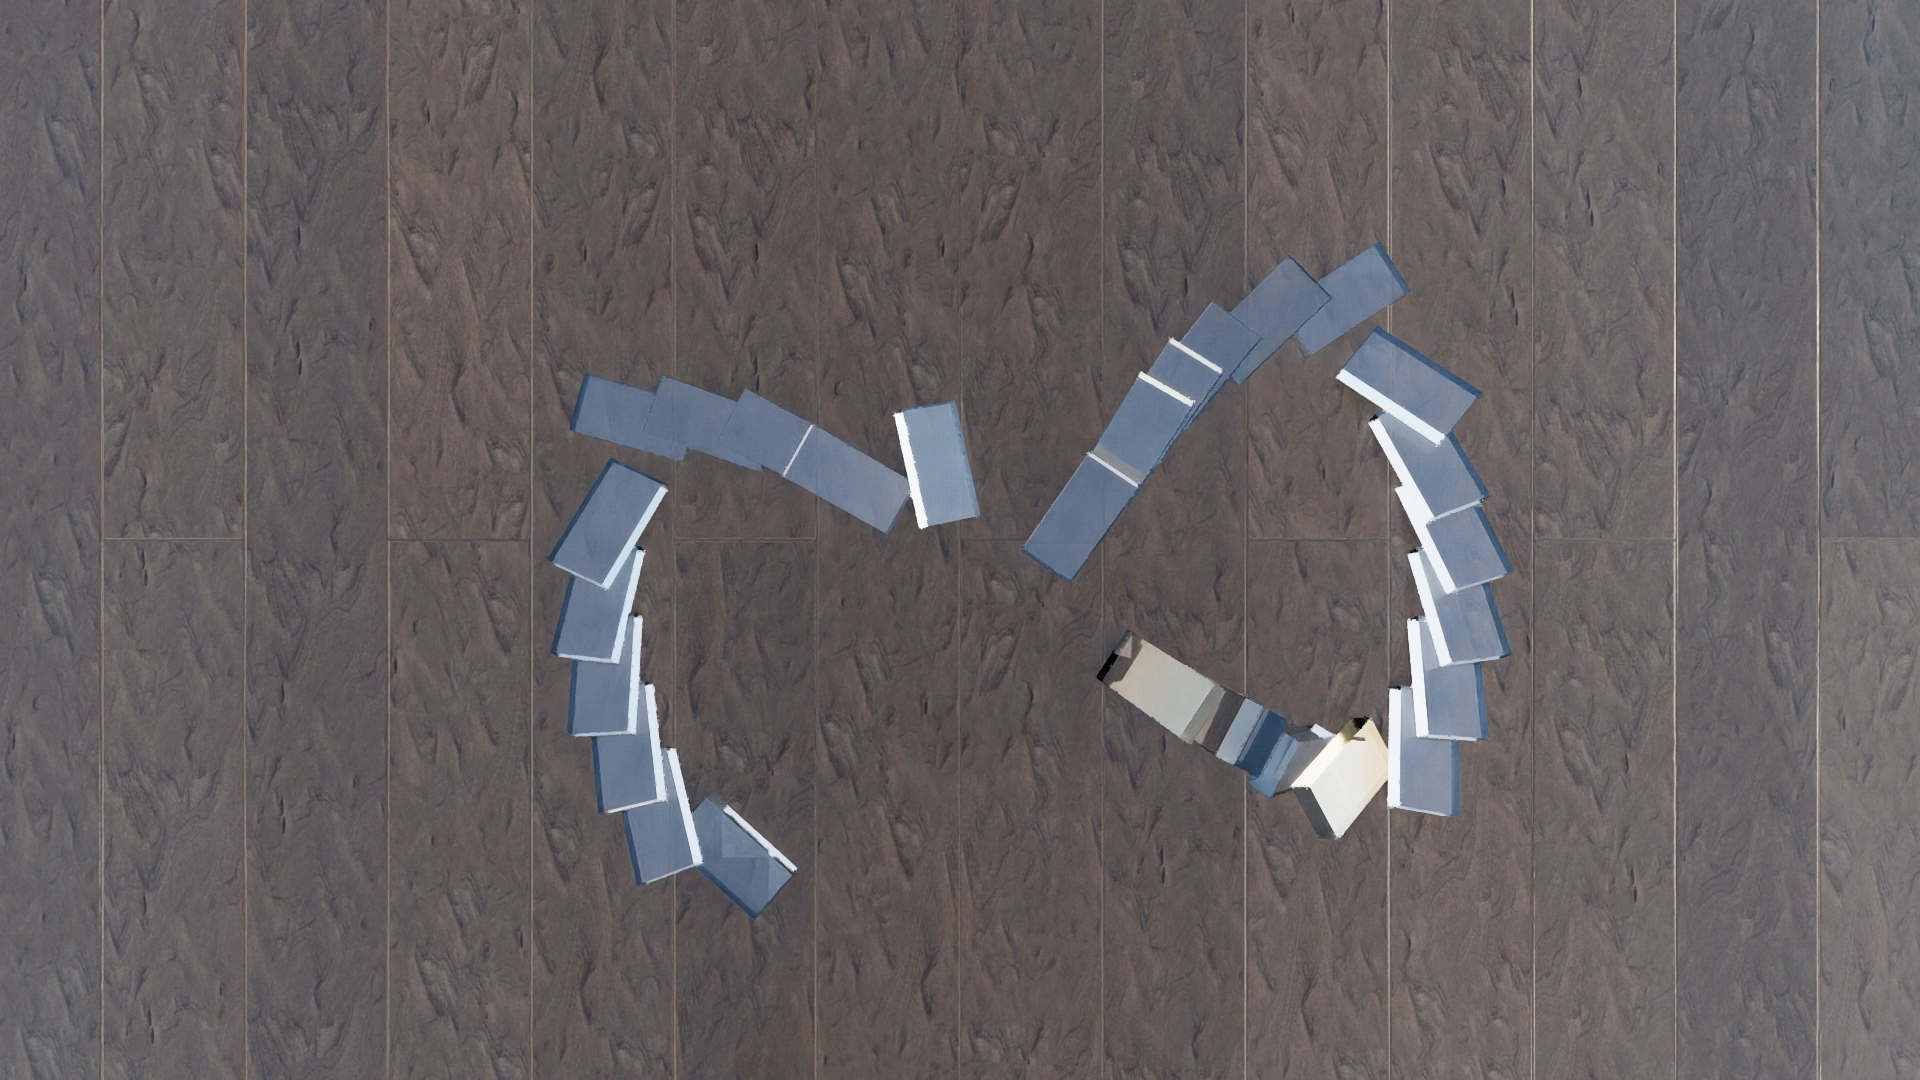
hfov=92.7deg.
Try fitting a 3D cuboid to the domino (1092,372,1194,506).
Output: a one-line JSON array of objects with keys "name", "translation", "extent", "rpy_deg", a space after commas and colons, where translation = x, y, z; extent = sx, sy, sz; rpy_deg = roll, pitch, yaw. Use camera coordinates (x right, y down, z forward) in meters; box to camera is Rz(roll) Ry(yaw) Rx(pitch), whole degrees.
[{"name": "domino", "translation": [0.073, -0.042, 0.383], "extent": [0.025, 0.009, 0.050], "rpy_deg": [30, 118, 2]}]

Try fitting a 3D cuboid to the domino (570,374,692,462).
[{"name": "domino", "translation": [-0.139, -0.052, 0.395], "extent": [0.050, 0.009, 0.025], "rpy_deg": [15, 90, 0]}]

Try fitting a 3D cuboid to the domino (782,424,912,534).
[{"name": "domino", "translation": [-0.047, -0.025, 0.388], "extent": [0.050, 0.009, 0.025], "rpy_deg": [30, 89, -18]}]

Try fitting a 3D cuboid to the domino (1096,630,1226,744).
[{"name": "domino", "translation": [0.082, 0.059, 0.378], "extent": [0.010, 0.050, 0.025], "rpy_deg": [33, 90, -40]}]

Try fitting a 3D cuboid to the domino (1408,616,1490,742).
[{"name": "domino", "translation": [0.206, 0.058, 0.388], "extent": [0.025, 0.010, 0.050], "rpy_deg": [4, 72, 0]}]

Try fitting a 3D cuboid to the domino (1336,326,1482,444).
[{"name": "domino", "translation": [0.189, -0.066, 0.387], "extent": [0.050, 0.010, 0.025], "rpy_deg": [39, 83, 15]}]

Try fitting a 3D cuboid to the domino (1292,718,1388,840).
[{"name": "domino", "translation": [0.161, 0.099, 0.382], "extent": [0.050, 0.010, 0.025], "rpy_deg": [-32, 96, -32]}]

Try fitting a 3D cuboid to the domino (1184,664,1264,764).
[{"name": "domino", "translation": [0.101, 0.070, 0.375], "extent": [0.009, 0.050, 0.025], "rpy_deg": [28, 90, -17]}]

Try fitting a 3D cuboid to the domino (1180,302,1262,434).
[{"name": "domino", "translation": [0.100, -0.073, 0.388], "extent": [0.025, 0.009, 0.050], "rpy_deg": [37, 107, 0]}]

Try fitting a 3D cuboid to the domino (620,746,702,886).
[{"name": "domino", "translation": [-0.128, 0.116, 0.387], "extent": [0.025, 0.010, 0.050], "rpy_deg": [-20, 71, 0]}]

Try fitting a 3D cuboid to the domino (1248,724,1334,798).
[{"name": "domino", "translation": [0.137, 0.090, 0.375], "extent": [0.009, 0.050, 0.025], "rpy_deg": [32, 102, 36]}]

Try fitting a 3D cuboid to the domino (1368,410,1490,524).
[{"name": "domino", "translation": [0.198, -0.035, 0.388], "extent": [0.025, 0.009, 0.050], "rpy_deg": [-21, 72, -1]}]

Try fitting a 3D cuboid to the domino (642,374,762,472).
[{"name": "domino", "translation": [-0.105, -0.049, 0.388], "extent": [0.050, 0.010, 0.025], "rpy_deg": [19, 90, -17]}]

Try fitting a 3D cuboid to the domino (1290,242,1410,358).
[{"name": "domino", "translation": [0.165, -0.103, 0.395], "extent": [0.050, 0.009, 0.025], "rpy_deg": [-33, 90, 0]}]

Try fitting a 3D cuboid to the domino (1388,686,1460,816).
[{"name": "domino", "translation": [0.196, 0.089, 0.388], "extent": [0.025, 0.010, 0.050], "rpy_deg": [10, 72, 0]}]

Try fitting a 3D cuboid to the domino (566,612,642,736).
[{"name": "domino", "translation": [-0.150, 0.057, 0.388], "extent": [0.025, 0.009, 0.050], "rpy_deg": [-3, 72, 0]}]

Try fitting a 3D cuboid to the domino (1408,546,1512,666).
[{"name": "domino", "translation": [0.211, 0.026, 0.388], "extent": [0.025, 0.009, 0.050], "rpy_deg": [-8, 71, 0]}]

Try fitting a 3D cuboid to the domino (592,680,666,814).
[{"name": "domino", "translation": [-0.141, 0.087, 0.388], "extent": [0.025, 0.010, 0.050], "rpy_deg": [-13, 71, 0]}]

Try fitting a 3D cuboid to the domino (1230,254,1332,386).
[{"name": "domino", "translation": [0.128, -0.093, 0.388], "extent": [0.025, 0.010, 0.050], "rpy_deg": [45, 107, 0]}]

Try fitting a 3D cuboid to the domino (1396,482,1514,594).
[{"name": "domino", "translation": [0.208, -0.005, 0.388], "extent": [0.025, 0.009, 0.050], "rpy_deg": [-17, 71, 0]}]

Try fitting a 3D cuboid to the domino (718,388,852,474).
[{"name": "domino", "translation": [-0.074, -0.041, 0.388], "extent": [0.050, 0.010, 0.025], "rpy_deg": [28, 89, -18]}]

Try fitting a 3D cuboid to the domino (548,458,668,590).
[{"name": "domino", "translation": [-0.148, -0.007, 0.388], "extent": [0.025, 0.010, 0.050], "rpy_deg": [25, 72, 1]}]

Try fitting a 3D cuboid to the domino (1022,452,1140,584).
[{"name": "domino", "translation": [0.051, -0.009, 0.388], "extent": [0.025, 0.010, 0.050], "rpy_deg": [34, 108, 0]}]

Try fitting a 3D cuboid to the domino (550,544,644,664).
[{"name": "domino", "translation": [-0.153, 0.025, 0.387], "extent": [0.025, 0.009, 0.050], "rpy_deg": [7, 71, 0]}]

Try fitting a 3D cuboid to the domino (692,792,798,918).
[{"name": "domino", "translation": [-0.098, 0.136, 0.395], "extent": [0.050, 0.010, 0.025], "rpy_deg": [42, 90, 0]}]

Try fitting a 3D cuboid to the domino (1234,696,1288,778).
[{"name": "domino", "translation": [0.118, 0.079, 0.375], "extent": [0.010, 0.050, 0.025], "rpy_deg": [28, 90, 7]}]

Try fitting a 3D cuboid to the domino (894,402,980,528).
[{"name": "domino", "translation": [-0.010, -0.032, 0.391], "extent": [0.025, 0.010, 0.050], "rpy_deg": [-12, 90, -25]}]

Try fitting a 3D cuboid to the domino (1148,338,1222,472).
[{"name": "domino", "translation": [0.084, -0.056, 0.384], "extent": [0.025, 0.009, 0.050], "rpy_deg": [32, 118, 1]}]
